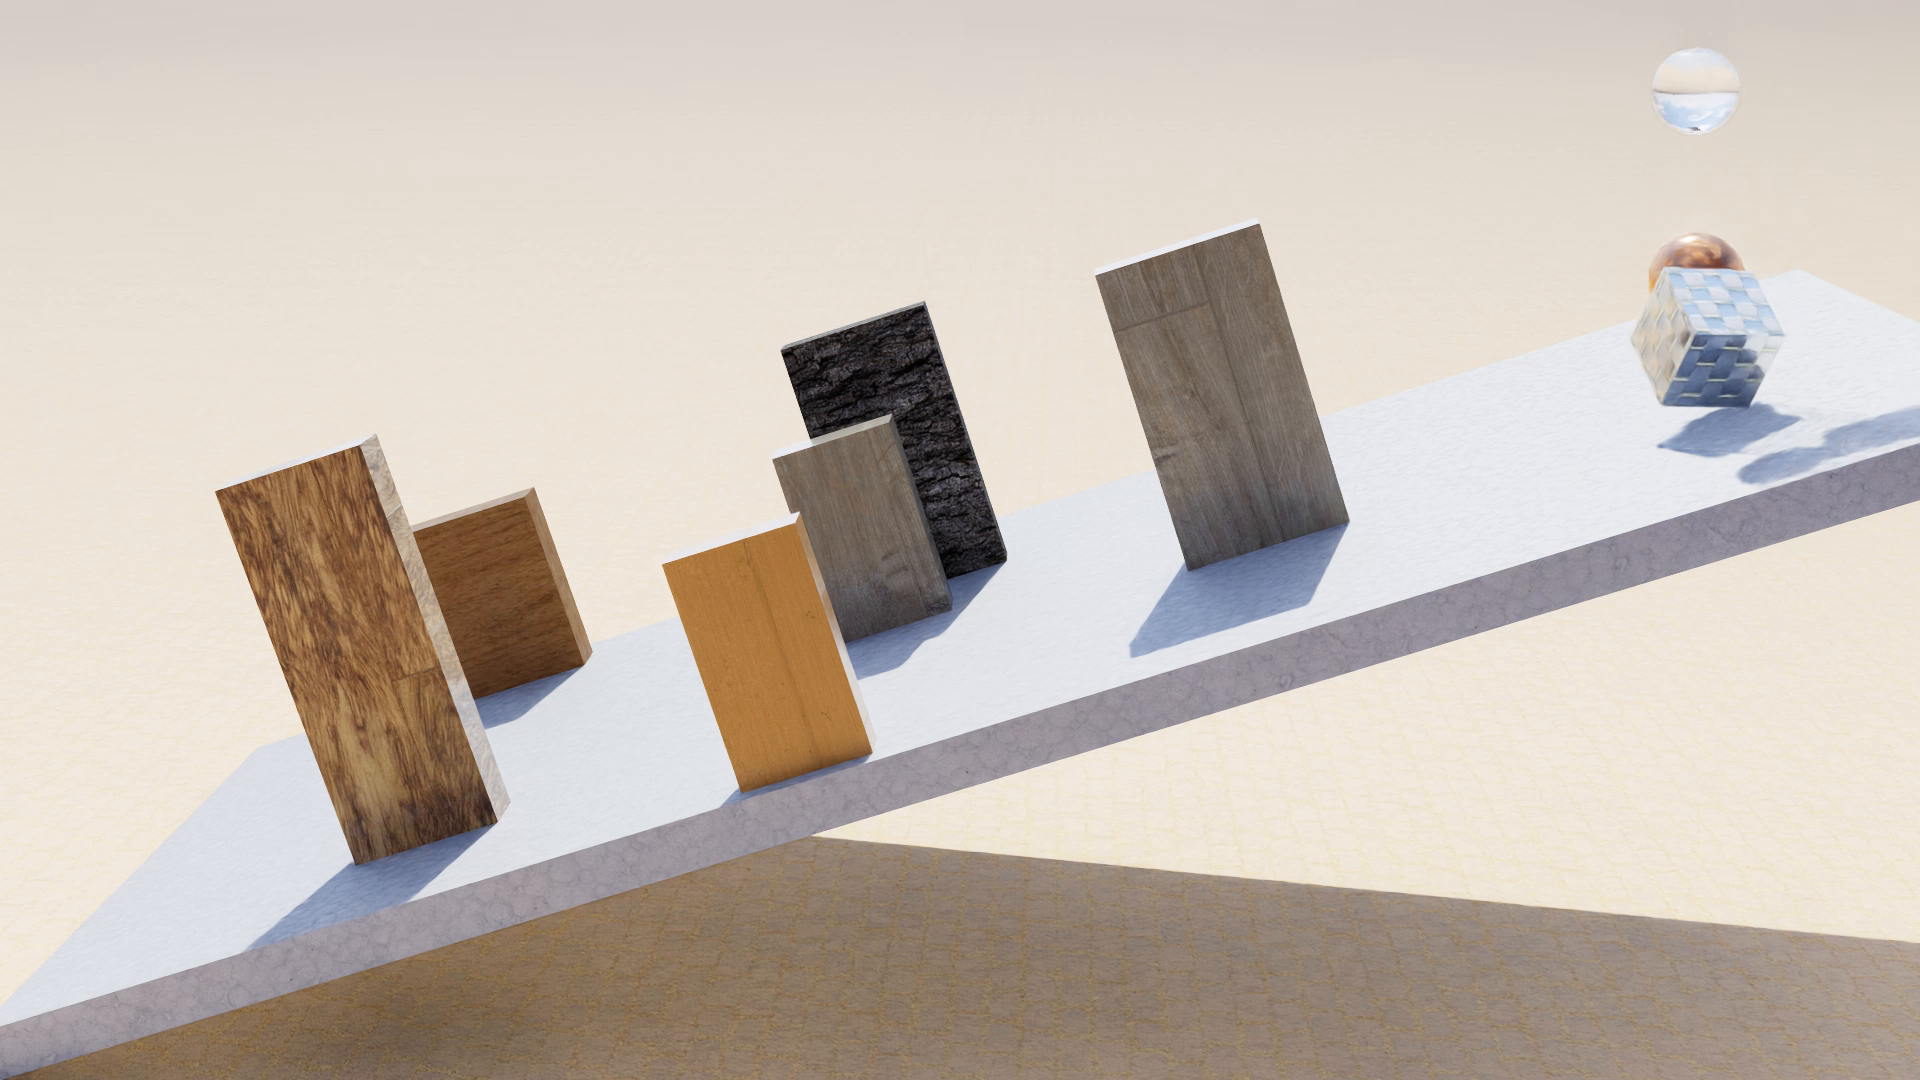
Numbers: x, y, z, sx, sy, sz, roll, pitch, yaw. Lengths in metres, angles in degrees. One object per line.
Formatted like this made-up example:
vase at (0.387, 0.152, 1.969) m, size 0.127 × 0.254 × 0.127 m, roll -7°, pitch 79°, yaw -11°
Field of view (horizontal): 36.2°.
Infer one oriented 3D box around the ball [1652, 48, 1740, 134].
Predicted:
ball at (1.440, -0.878, 5.757) m, size 0.169 × 0.169 × 0.169 m, roll 0°, pitch 12°, yaw 0°

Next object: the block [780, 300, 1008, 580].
block at (-0.148, -0.198, 6.718) m, size 0.340 × 0.617 × 0.083 m, roll -17°, pitch 10°, yaw 5°

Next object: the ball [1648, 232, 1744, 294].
ball at (1.492, -0.527, 5.960) m, size 0.192 × 0.192 × 0.192 m, roll 0°, pitch 12°, yaw 0°

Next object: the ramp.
ramp at (0.101, 0.183, 6.310) m, size 4.000 × 0.100 × 2.000 m, roll -17°, pitch 10°, yaw 5°

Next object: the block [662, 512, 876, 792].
block at (-0.349, 0.207, 5.419) m, size 0.256 × 0.452 × 0.105 m, roll -17°, pitch 10°, yaw 5°

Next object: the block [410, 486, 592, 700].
block at (-1.139, 0.138, 7.172) m, size 0.346 × 0.436 × 0.134 m, roll -17°, pitch 10°, yaw 5°

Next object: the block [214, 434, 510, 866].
block at (-1.177, 0.218, 5.828) m, size 0.302 × 0.795 × 0.139 m, roll -17°, pitch 10°, yaw 5°

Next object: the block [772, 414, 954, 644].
block at (-0.210, -0.022, 6.421) m, size 0.266 × 0.434 × 0.120 m, roll -17°, pitch 10°, yaw 5°

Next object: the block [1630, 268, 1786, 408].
block at (1.474, -0.399, 5.806) m, size 0.193 × 0.193 × 0.193 m, roll 1°, pitch 46°, yaw -15°

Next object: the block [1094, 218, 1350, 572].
block at (0.535, -0.296, 6.004) m, size 0.345 × 0.638 × 0.113 m, roll -17°, pitch 10°, yaw 5°
